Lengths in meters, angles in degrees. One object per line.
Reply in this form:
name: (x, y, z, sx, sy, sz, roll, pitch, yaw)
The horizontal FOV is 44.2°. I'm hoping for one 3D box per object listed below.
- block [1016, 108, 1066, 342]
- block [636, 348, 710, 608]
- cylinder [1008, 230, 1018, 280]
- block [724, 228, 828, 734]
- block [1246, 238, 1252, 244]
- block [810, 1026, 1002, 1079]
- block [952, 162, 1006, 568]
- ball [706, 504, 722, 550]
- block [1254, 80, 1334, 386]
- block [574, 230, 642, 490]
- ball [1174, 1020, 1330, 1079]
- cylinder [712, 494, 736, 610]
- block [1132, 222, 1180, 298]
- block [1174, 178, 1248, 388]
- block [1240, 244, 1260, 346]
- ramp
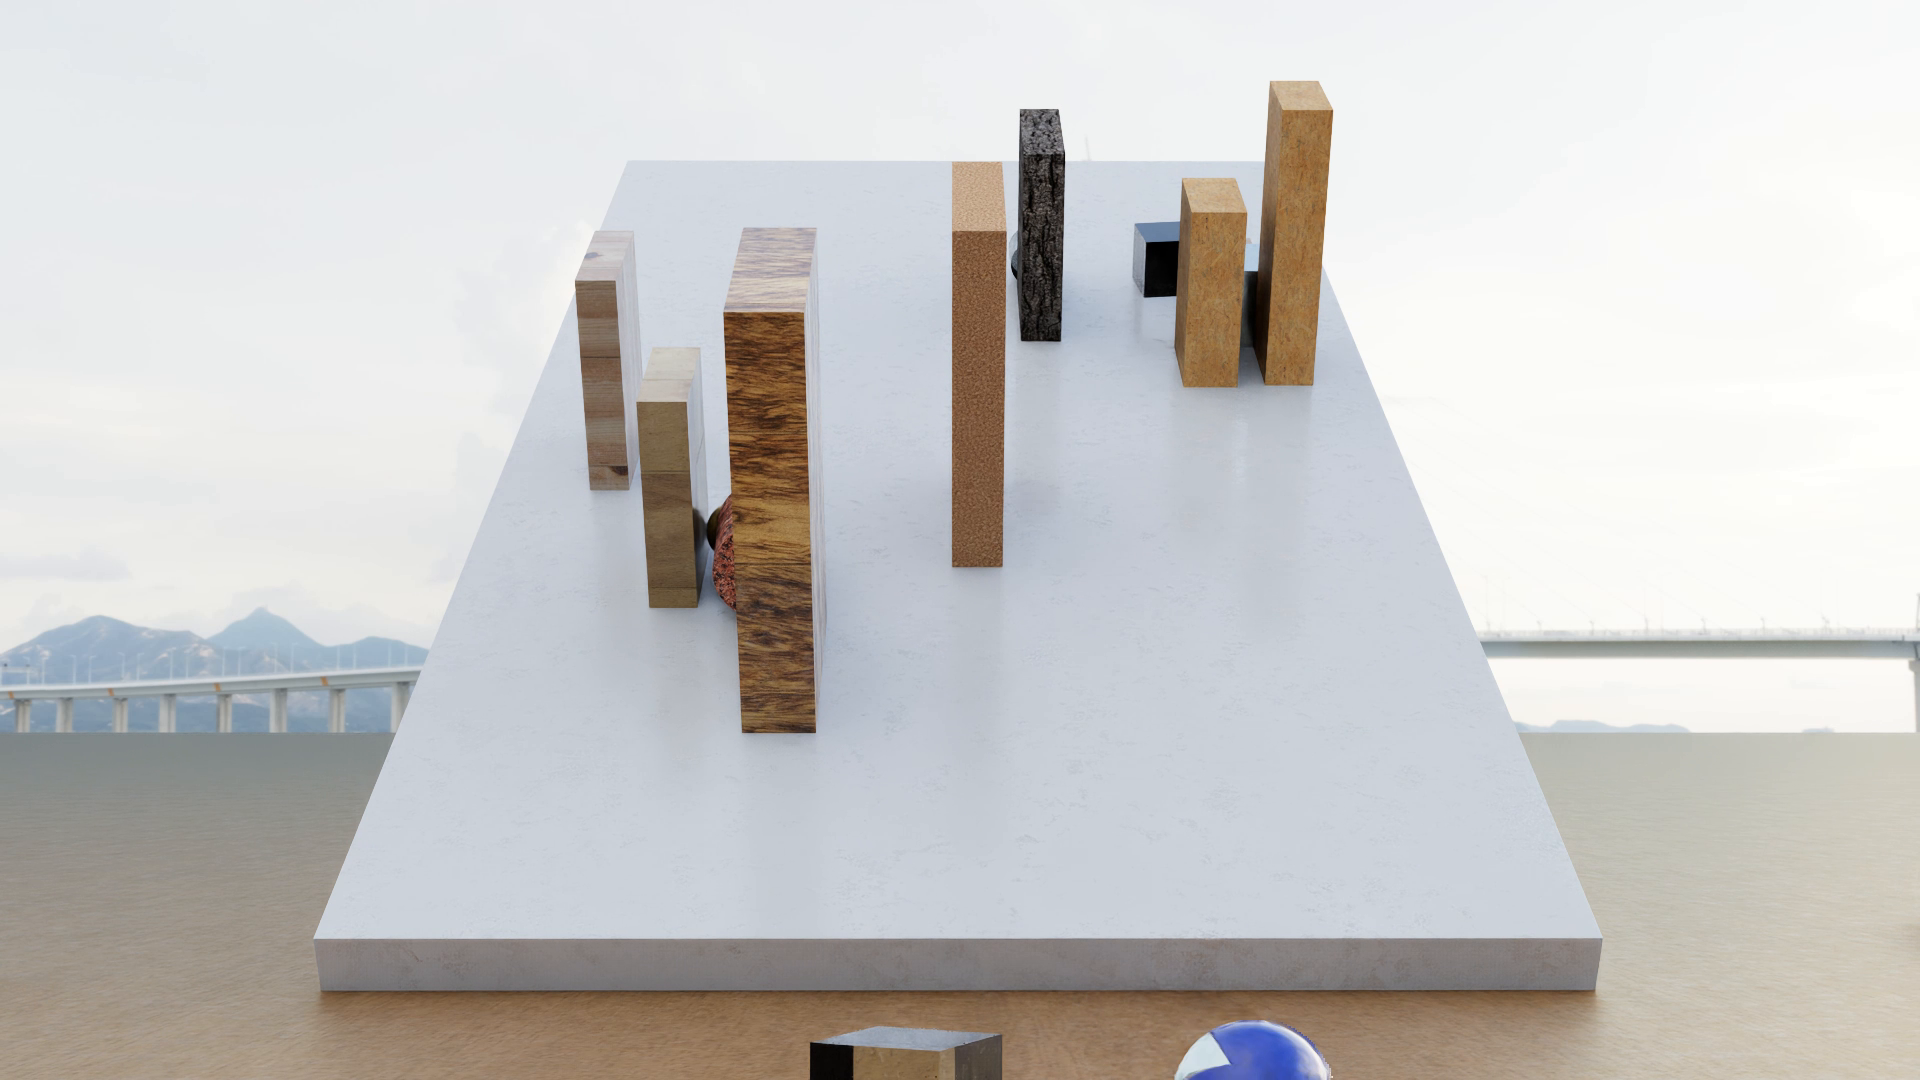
block: (0.202, -0.799, 5.971, 0.101, 0.483, 0.390, 0, 26, 0)
block: (-0.562, -0.125, 4.660, 0.095, 0.439, 0.276, 0, 26, 0)
cylinder: (0.196, -0.756, 6.283, 0.128, 0.128, 0.128, 0, 26, -2)
block: (-0.323, -0.108, 4.223, 0.132, 0.800, 0.423, 0, 26, 0)
block: (0.673, -0.676, 6.090, 0.159, 0.159, 0.159, 0, 26, 0)
block: (-0.048, 0.519, 2.150, 0.130, 0.130, 0.130, -2, -5, 26)
block: (0.035, -0.362, 4.831, 0.103, 0.715, 0.435, 0, 26, 0)
ball: (-0.454, -0.018, 4.801, 0.124, 0.124, 0.124, 0, -5, 0)
block: (0.788, -0.727, 5.615, 0.115, 0.675, 0.247, 0, 26, 0)
block: (-0.759, -0.393, 5.151, 0.085, 0.482, 0.315, 0, 26, 0)
ball: (0.266, 0.510, 2.143, 0.147, 0.147, 0.147, 0, -5, 0)
cylinder: (-0.377, 0.017, 4.637, 0.207, 0.207, 0.207, 0, 26, -3)
block: (0.547, -0.740, 6.226, 0.153, 0.153, 0.153, -3, 27, -7)
block: (0.598, -0.618, 5.661, 0.128, 0.437, 0.260, 0, 26, 0)
block: (0.725, -0.614, 5.920, 0.200, 0.200, 0.200, 0, 26, 0)
ramp: (-0.010, -0.228, 5.476, 2.000, 0.100, 4.000, 0, 26, 0)
